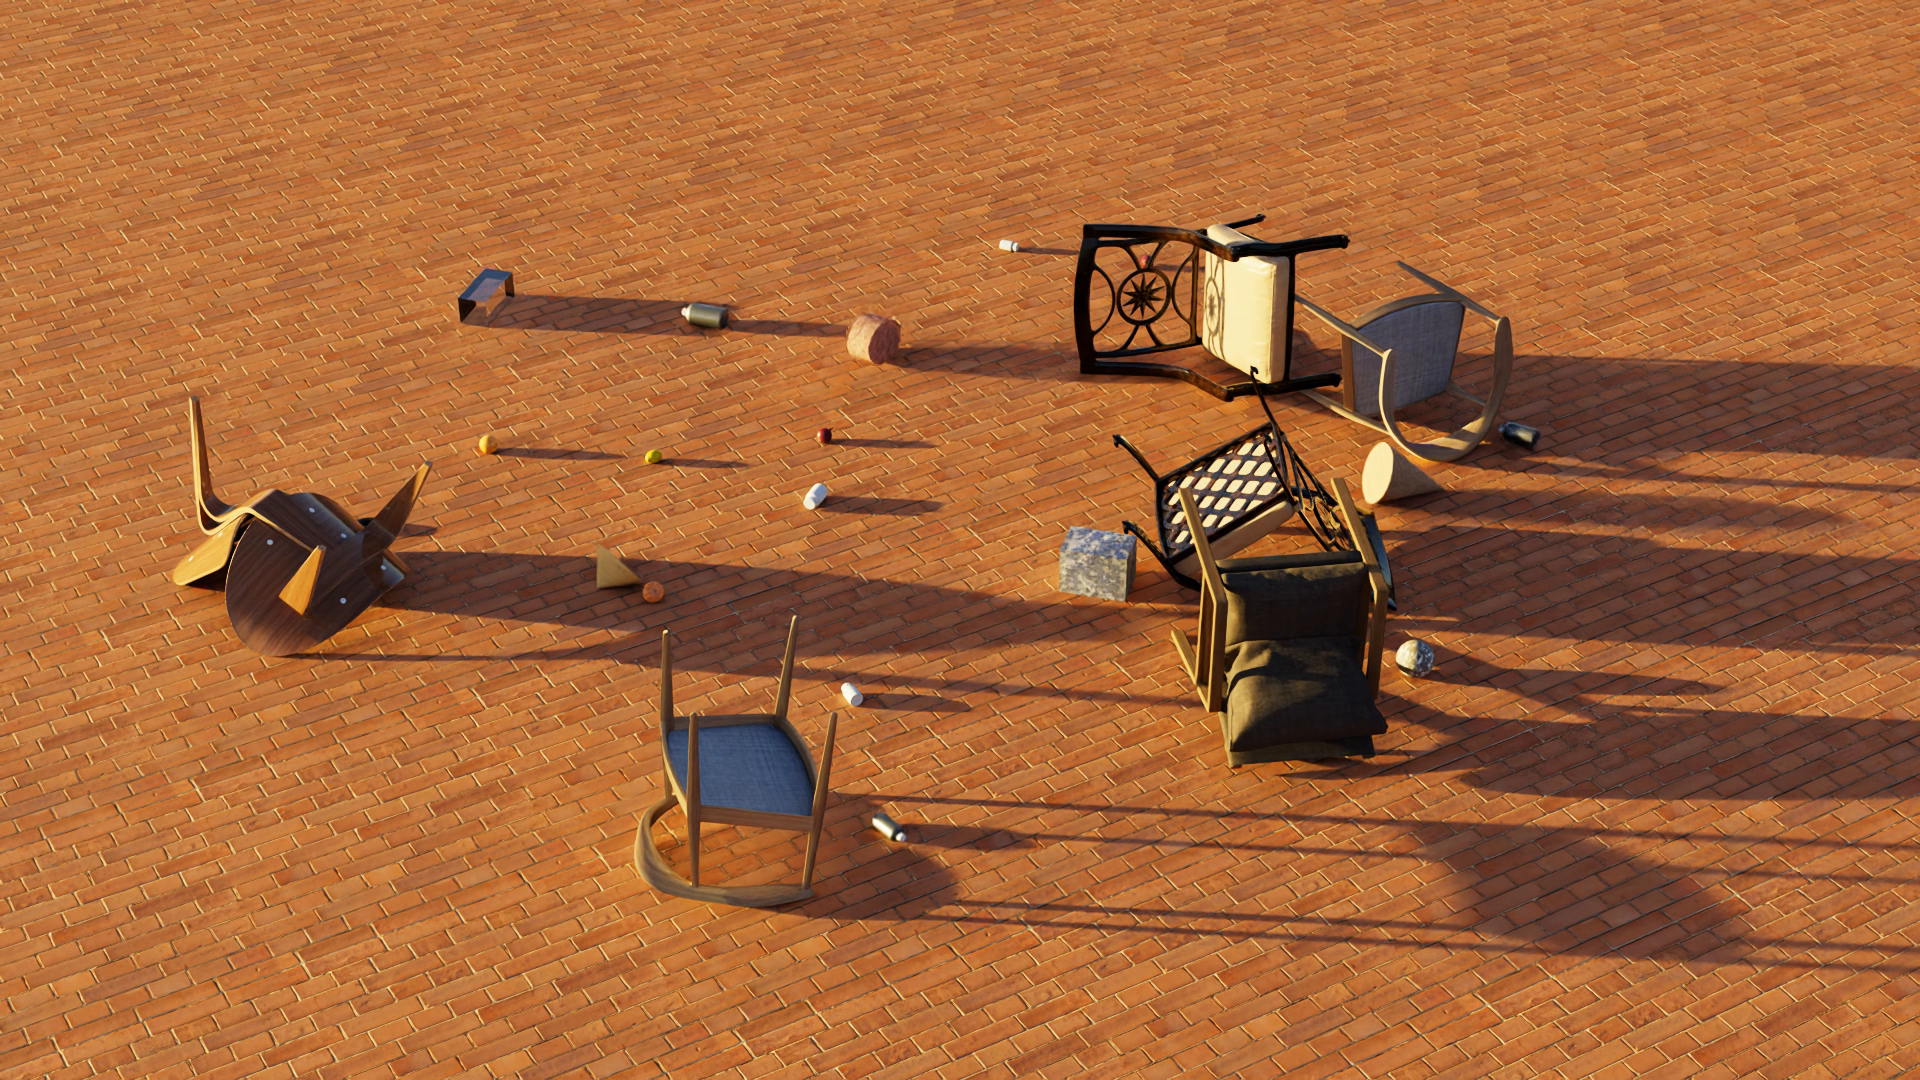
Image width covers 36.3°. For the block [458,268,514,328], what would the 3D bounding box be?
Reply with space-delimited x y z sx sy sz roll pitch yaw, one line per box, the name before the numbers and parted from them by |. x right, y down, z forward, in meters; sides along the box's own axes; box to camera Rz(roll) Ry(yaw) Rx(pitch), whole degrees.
block | -2.000 -1.024 12.389 0.125 0.120 0.277 9 35 14

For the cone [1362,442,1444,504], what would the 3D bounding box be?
cone | 1.723 -0.222 11.184 0.299 0.228 0.240 13 55 -19

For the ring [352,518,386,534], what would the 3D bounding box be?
ring | -2.217 -0.054 11.001 0.122 0.029 0.089 0 34 -1

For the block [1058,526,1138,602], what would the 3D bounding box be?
block | 0.501 0.086 10.647 0.247 0.183 0.163 9 34 13

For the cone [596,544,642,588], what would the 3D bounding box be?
cone | -1.282 0.131 10.686 0.126 0.151 0.273 -47 49 -9

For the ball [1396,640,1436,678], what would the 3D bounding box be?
ball | 1.584 0.413 10.195 0.134 0.134 0.134 0 33 0
